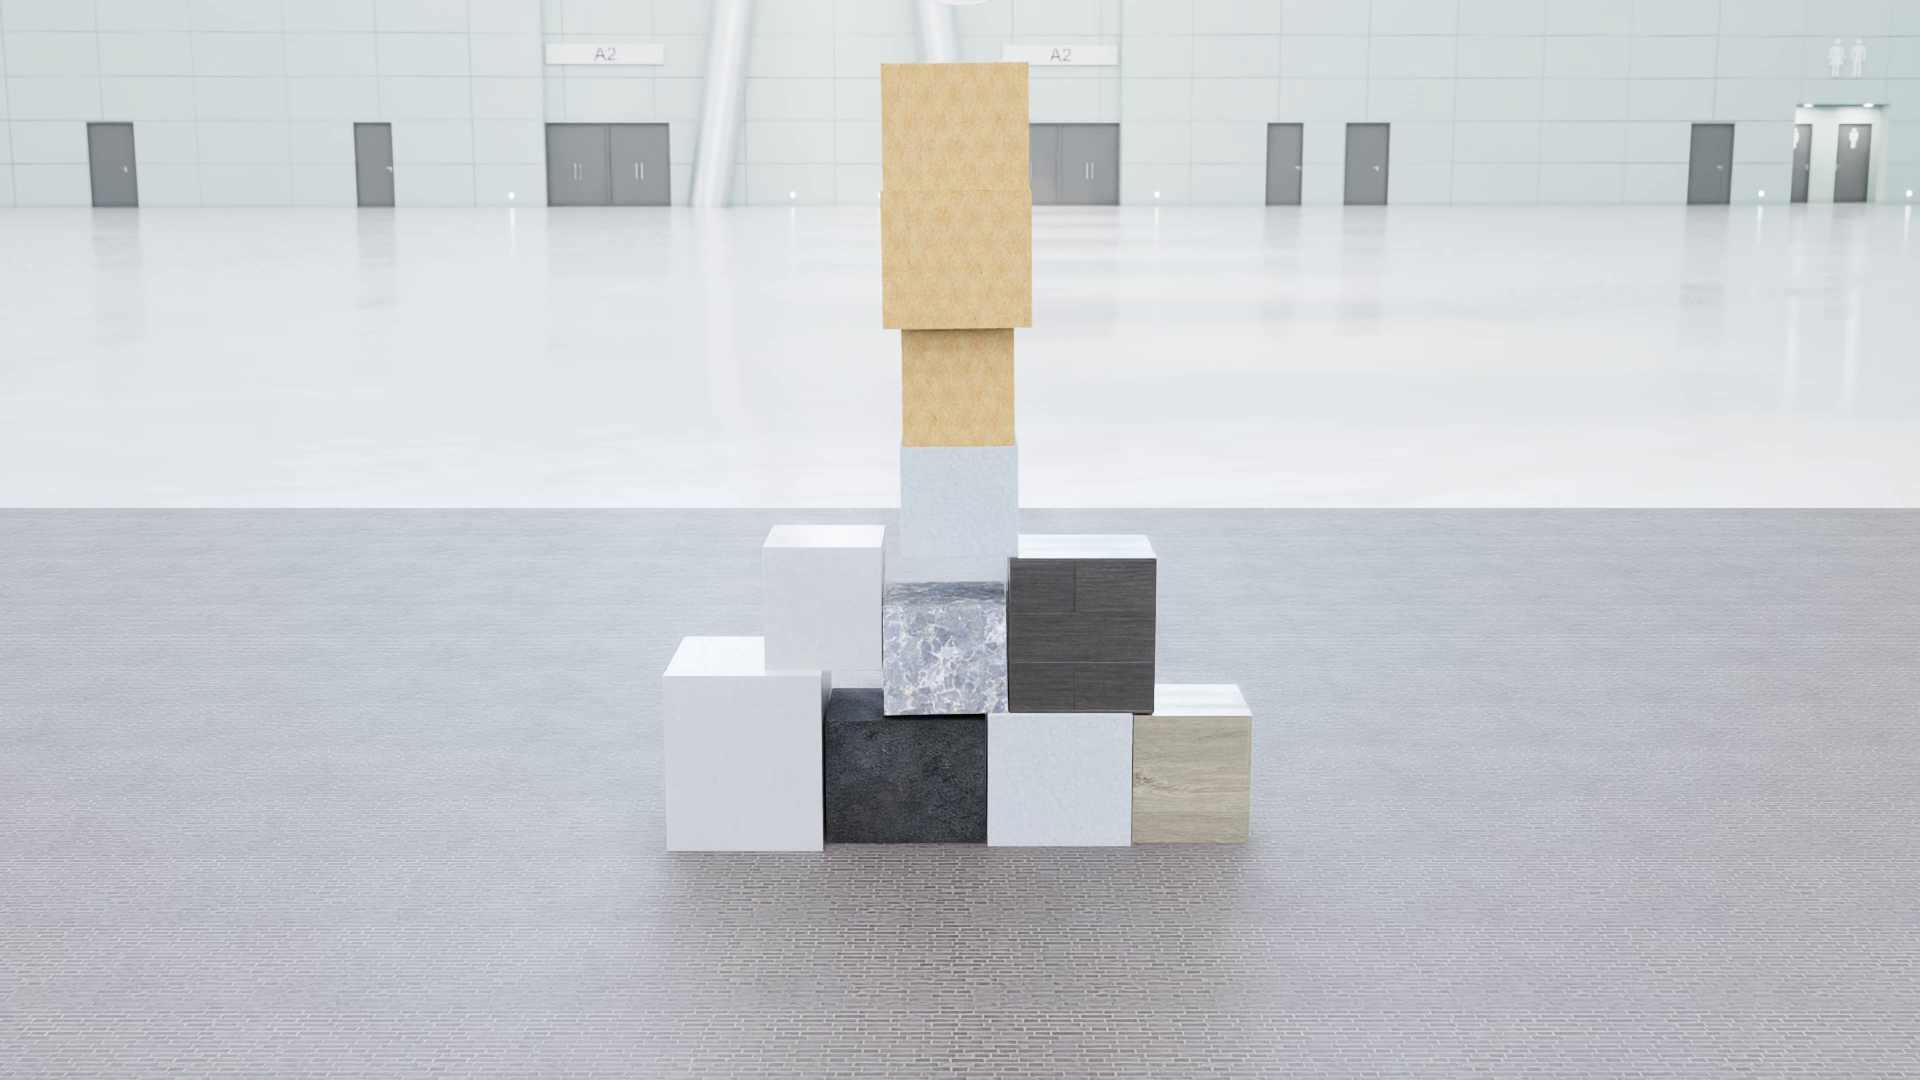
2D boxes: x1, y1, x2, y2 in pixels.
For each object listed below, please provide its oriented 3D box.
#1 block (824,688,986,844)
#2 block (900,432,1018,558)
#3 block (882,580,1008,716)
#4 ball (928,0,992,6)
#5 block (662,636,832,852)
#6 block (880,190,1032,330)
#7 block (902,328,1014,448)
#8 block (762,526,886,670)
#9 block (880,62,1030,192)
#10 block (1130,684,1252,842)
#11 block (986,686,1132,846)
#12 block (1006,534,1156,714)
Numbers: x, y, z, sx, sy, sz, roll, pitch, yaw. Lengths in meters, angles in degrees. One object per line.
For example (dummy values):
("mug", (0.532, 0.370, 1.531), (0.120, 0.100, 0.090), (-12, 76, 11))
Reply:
("block", (-0.273, 1.160, 11.400), (0.805, 0.639, 0.674), (0, 10, 0))
("block", (-0.003, -0.236, 11.137), (0.582, 0.550, 0.549), (-1, 10, 0))
("block", (-0.076, 0.546, 11.264), (0.617, 0.554, 0.599), (-1, 10, 0))
("ball", (0.000, -4.610, 15.582), (1.600, 1.600, 1.600), (0, 10, 0))
("block", (-1.076, 1.035, 11.354), (0.779, 0.901, 0.875), (0, 10, 0))
("block", (-0.016, -1.414, 10.939), (0.721, 0.658, 0.783), (-1, 10, 0))
("block", (-0.009, -0.800, 11.051), (0.551, 0.590, 0.563), (-1, 10, 0))
("block", (-0.682, 0.285, 11.220), (0.584, 0.623, 0.630), (0, 10, 0))
("block", (-0.022, -2.025, 10.794), (0.701, 0.599, 0.617), (-1, 10, 0))
("block", (1.168, 1.148, 11.400), (0.594, 0.662, 0.645), (0, 10, 0))
("block", (0.500, 1.141, 11.404), (0.722, 0.675, 0.784), (0, 10, 0))
("block", (0.611, 0.420, 11.268), (0.726, 0.792, 0.655), (0, 10, 0))
